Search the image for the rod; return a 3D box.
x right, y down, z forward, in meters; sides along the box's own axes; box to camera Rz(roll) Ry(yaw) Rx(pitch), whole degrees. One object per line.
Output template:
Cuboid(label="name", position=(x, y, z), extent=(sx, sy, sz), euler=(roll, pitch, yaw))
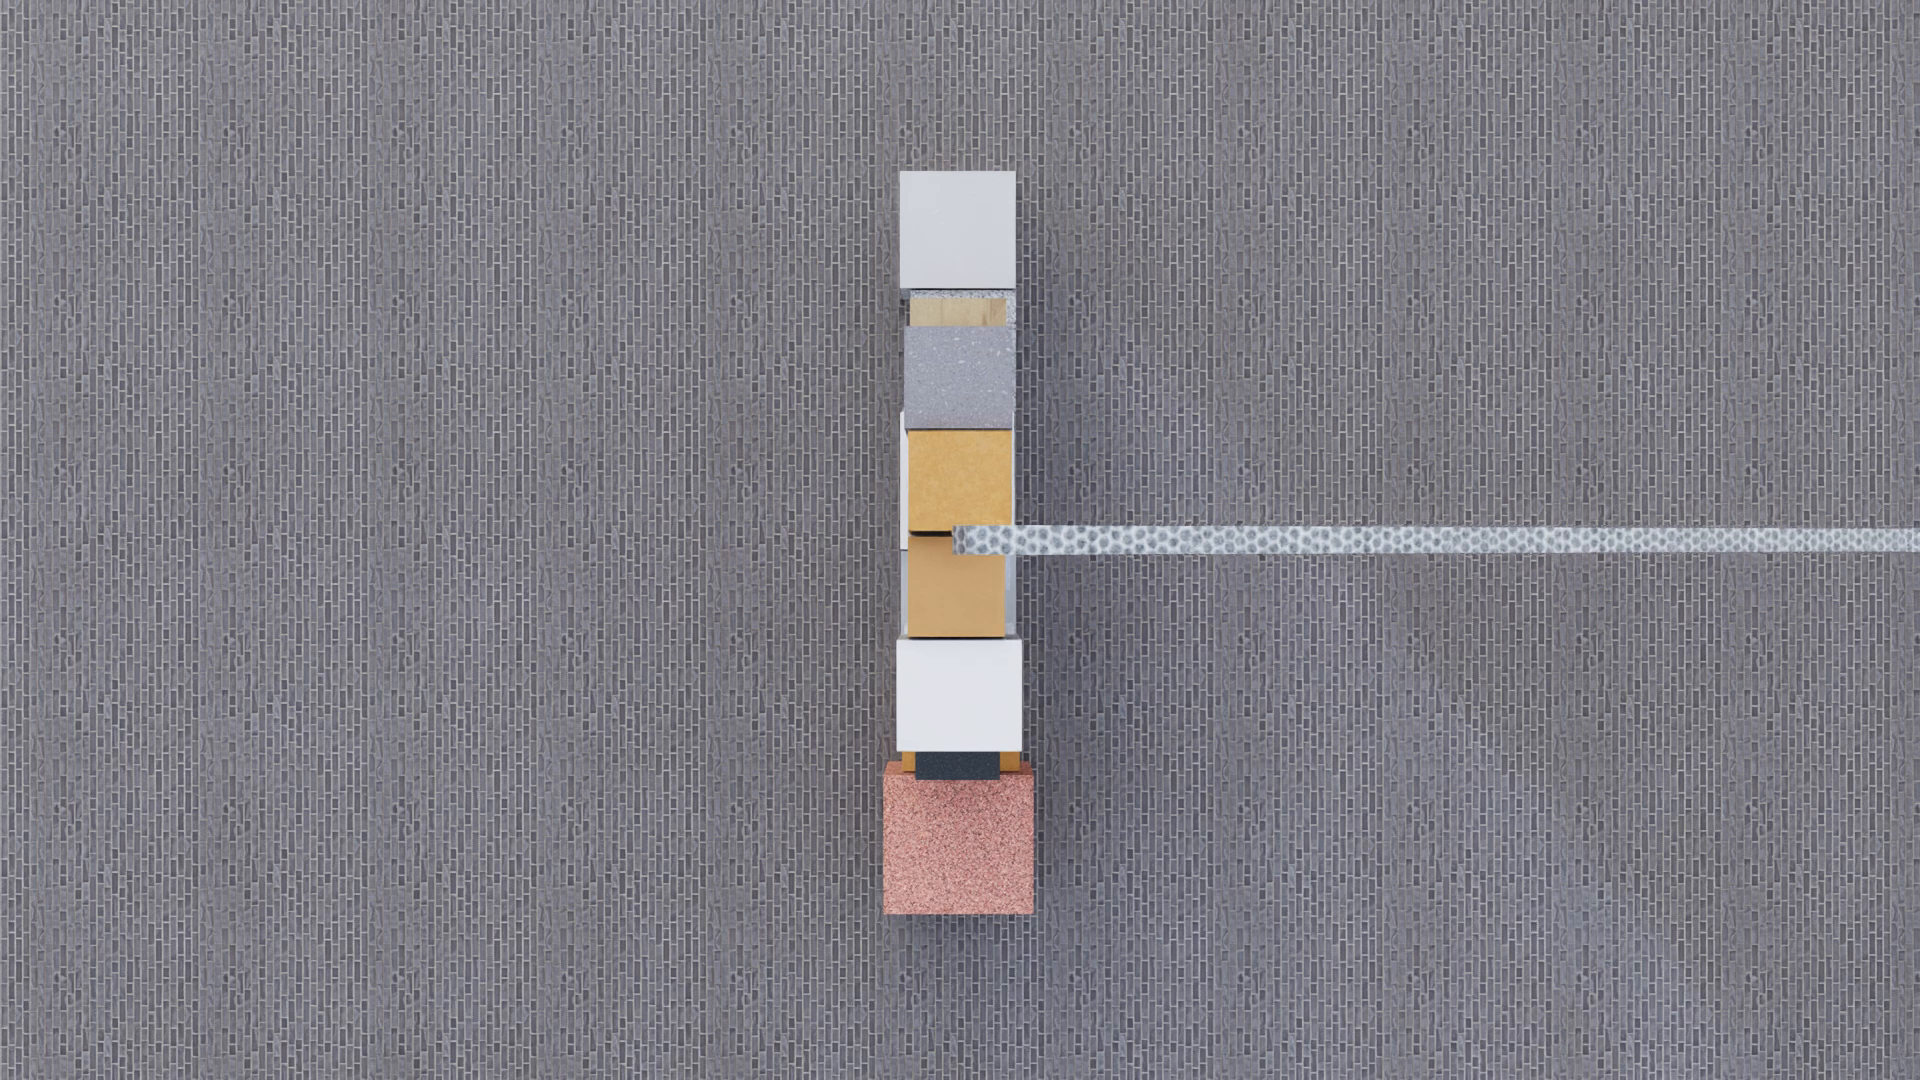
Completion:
Cuboid(label="rod", position=(2.234, 0.000, 7.272), extent=(5.200, 0.080, 0.080), euler=(0, 90, -31))

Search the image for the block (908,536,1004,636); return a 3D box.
Cuboid(label="block", position=(-0.019, 0.241, 11.549), extent=(0.500, 0.471, 0.514), euler=(0, 90, 0))

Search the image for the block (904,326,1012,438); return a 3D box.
Cuboid(label="block", position=(-0.008, -0.826, 11.576), extent=(0.556, 0.518, 0.531), euler=(0, 87, 0))

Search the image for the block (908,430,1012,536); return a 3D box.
Cuboid(label="block", position=(0.000, -0.292, 11.512), extent=(0.527, 0.549, 0.512), euler=(0, 88, 0))

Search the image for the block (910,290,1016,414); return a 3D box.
Cuboid(label="block", position=(0.019, -1.068, 12.712), extent=(0.594, 0.576, 0.685), euler=(0, 90, 0))

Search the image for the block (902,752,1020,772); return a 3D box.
Cuboid(label="block", position=(0.005, 0.972, 12.676), extent=(0.661, 0.648, 0.651), euler=(0, 90, 0))

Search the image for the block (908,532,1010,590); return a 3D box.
Cuboid(label="block", position=(-0.005, 0.015, 12.070), extent=(0.550, 0.571, 0.503), euler=(0, 90, 0))

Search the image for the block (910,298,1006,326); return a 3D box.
Cuboid(label="block", position=(-0.010, -1.027, 12.136), extent=(0.518, 0.577, 0.550), euler=(0, 90, 0))

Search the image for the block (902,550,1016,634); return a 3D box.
Cuboid(label="block", position=(-0.008, 0.349, 12.706), extent=(0.649, 0.588, 0.575), euler=(0, 90, 0))

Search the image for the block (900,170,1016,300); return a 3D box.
Cuboid(label="block", position=(-0.013, -1.751, 12.699), extent=(0.652, 0.602, 0.660), euler=(0, 90, 0))

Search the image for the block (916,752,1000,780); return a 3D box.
Cuboid(label="block", position=(-0.013, 1.042, 12.141), extent=(0.461, 0.423, 0.519), euler=(0, 90, 0))

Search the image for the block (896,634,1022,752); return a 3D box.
Cuboid(label="block", position=(-0.004, 0.798, 11.628), extent=(0.643, 0.590, 0.572), euler=(0, 91, 0))

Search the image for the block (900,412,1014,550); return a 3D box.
Cuboid(label="block", position=(-0.013, -0.332, 12.678), extent=(0.642, 0.644, 0.768), euler=(0, 90, 0))

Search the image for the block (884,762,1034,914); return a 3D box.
Cuboid(label="block", position=(-0.008, 1.694, 12.613), extent=(0.835, 0.773, 0.773), euler=(0, 90, 0))
